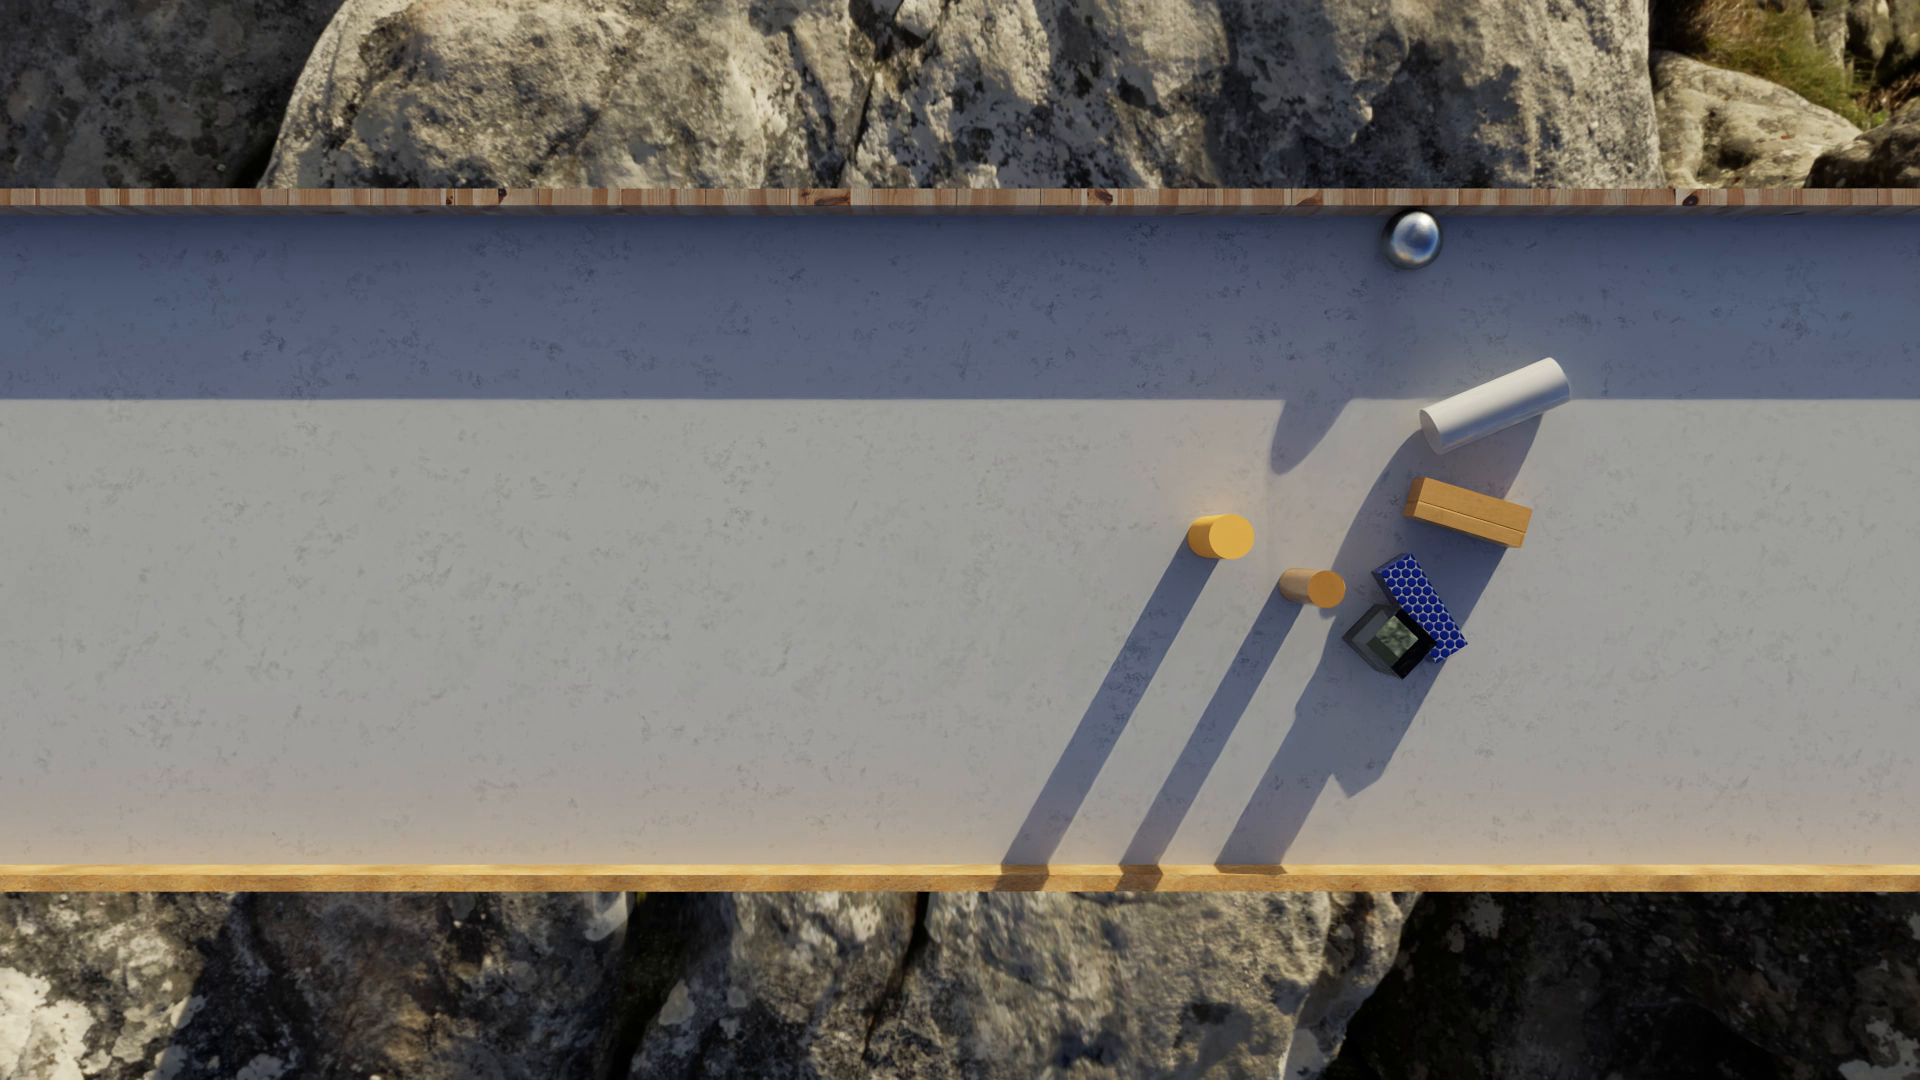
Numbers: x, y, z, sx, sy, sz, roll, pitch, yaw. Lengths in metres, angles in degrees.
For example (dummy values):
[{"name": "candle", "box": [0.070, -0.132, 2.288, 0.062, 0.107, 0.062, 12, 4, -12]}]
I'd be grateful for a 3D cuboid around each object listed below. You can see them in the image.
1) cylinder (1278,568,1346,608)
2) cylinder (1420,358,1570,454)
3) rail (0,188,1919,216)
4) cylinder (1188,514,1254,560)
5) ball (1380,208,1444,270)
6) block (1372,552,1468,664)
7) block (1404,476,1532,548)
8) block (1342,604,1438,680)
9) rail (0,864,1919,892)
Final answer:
[{"name": "cylinder", "box": [1.033, 0.139, 4.861, 0.107, 0.432, 0.107, 0, 90, 0]}, {"name": "cylinder", "box": [1.619, -0.406, 5.002, 0.413, 0.149, 0.149, -22, 90, 0]}, {"name": "rail", "box": [-2.247, -1.025, 5.002, 12.000, 0.150, 0.050, 0, 90, 0]}, {"name": "cylinder", "box": [0.765, -0.009, 4.859, 0.128, 0.436, 0.128, 0, 90, 0]}, {"name": "ball", "box": [1.367, -0.908, 4.984, 0.184, 0.184, 0.184, 0, 90, 0]}, {"name": "block", "box": [1.397, 0.206, 5.020, 0.112, 0.112, 0.322, -32, 90, 0]}, {"name": "block", "box": [1.542, -0.083, 5.015, 0.337, 0.122, 0.122, 17, 90, 0]}, {"name": "block", "box": [1.278, 0.300, 4.921, 0.147, 0.310, 0.147, 44, 90, 0]}, {"name": "rail", "box": [-2.247, 1.025, 5.001, 12.000, 0.150, 0.050, 0, 90, 0]}]
